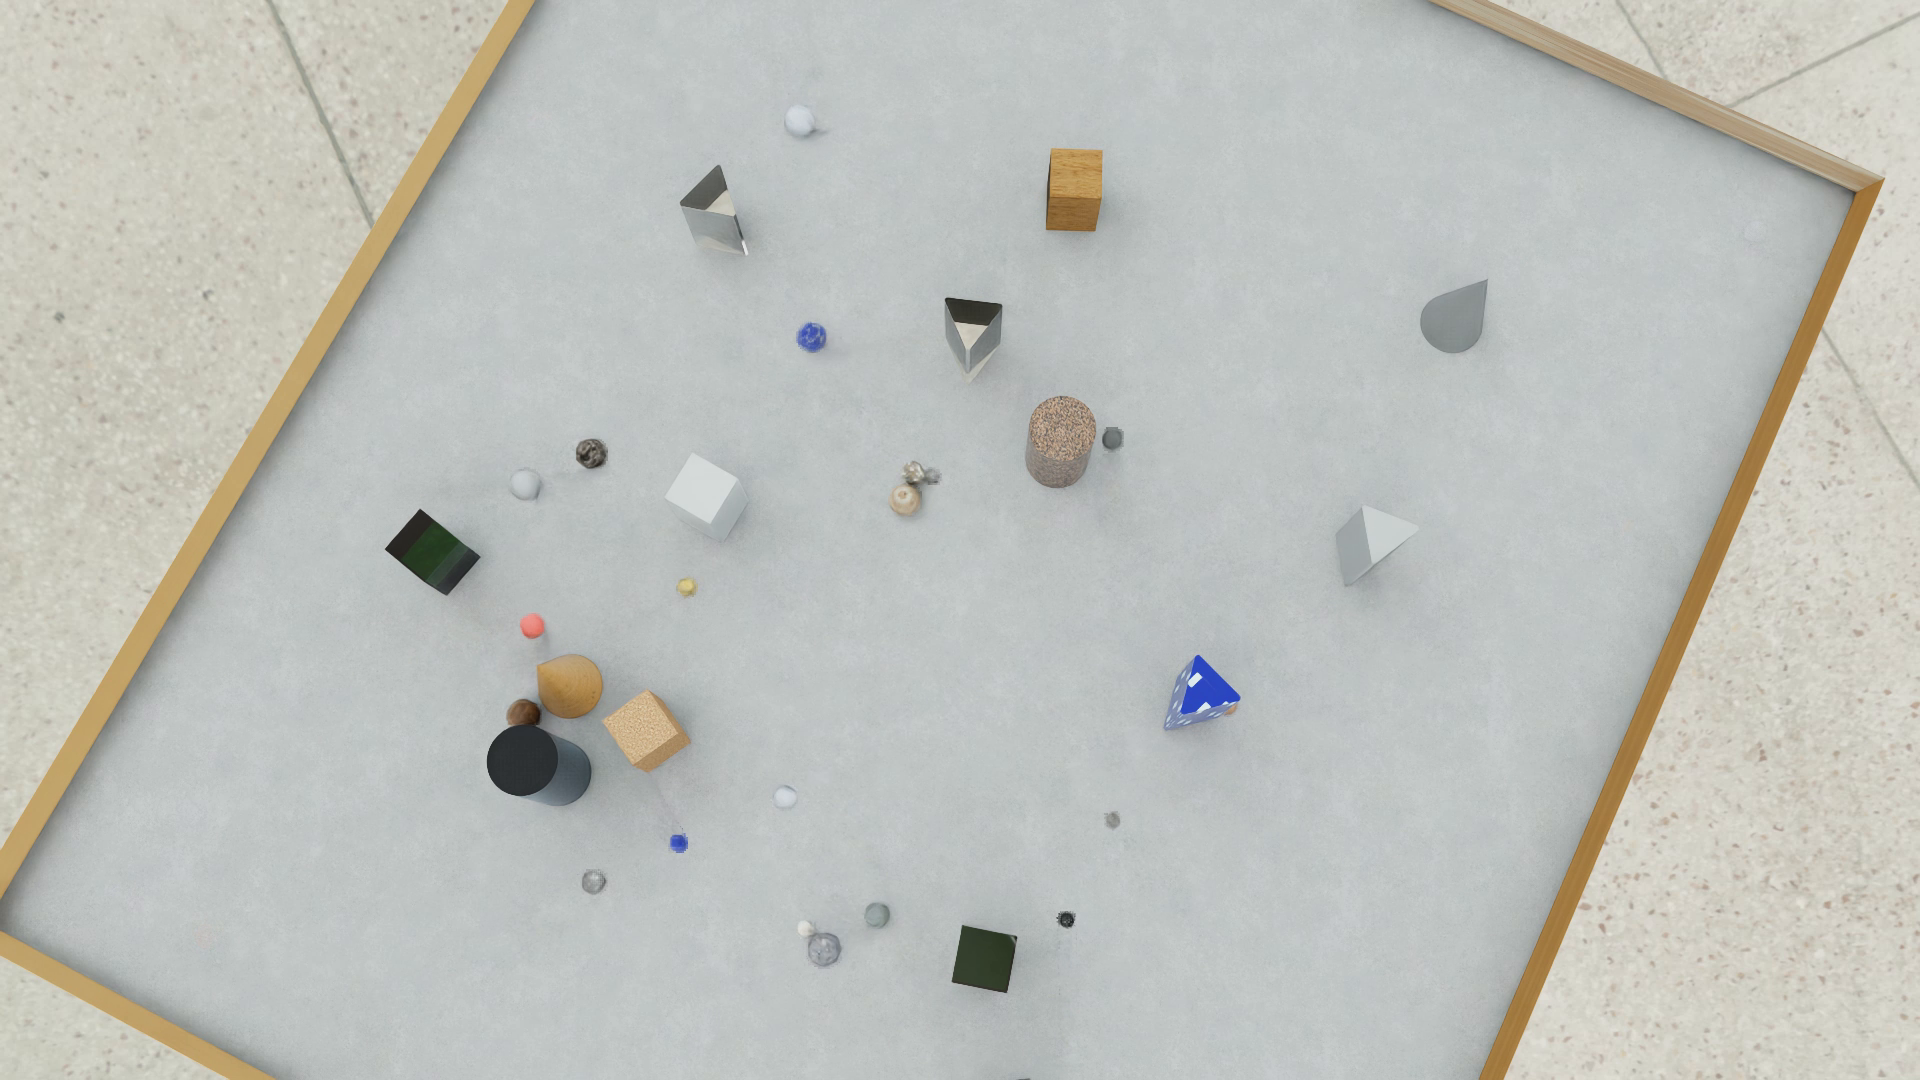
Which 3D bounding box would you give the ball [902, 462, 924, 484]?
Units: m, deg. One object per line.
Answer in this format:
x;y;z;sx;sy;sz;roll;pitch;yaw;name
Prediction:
-0.145;-0.205;5.623;0.071;0.071;0.071;0;78;0;ball

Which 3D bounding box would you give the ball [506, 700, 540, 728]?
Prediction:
-1.301;0.523;5.459;0.097;0.097;0.097;0;78;0;ball

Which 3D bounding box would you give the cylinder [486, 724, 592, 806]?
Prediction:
-1.199;0.650;5.245;0.196;0.464;0.196;0;78;0;cylinder

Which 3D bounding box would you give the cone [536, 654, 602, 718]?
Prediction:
-1.175;0.395;5.303;0.196;0.454;0.196;0;78;0;cone

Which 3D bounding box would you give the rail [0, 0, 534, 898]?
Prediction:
-1.831;-0.890;5.735;0.045;0.127;4.640;26;80;5;rail

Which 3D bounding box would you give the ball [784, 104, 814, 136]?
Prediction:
-0.512;-1.337;5.843;0.098;0.098;0.098;0;78;0;ball

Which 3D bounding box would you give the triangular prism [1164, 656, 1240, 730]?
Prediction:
0.678;0.434;5.302;0.170;0.440;0.147;-13;79;-3;triangular prism

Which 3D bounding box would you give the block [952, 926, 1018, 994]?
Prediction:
0.068;1.191;5.219;0.157;0.296;0.157;11;79;2;block

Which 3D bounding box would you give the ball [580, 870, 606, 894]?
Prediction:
-1.075;1.004;5.373;0.071;0.071;0.071;0;78;0;ball

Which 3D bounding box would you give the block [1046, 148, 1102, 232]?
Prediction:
0.354;-1.087;5.702;0.157;0.274;0.157;2;78;0;block

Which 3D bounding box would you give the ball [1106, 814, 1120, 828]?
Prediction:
0.451;0.830;5.422;0.044;0.044;0.044;0;78;0;ball

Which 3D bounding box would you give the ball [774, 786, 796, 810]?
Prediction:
-0.518;0.762;5.423;0.070;0.070;0.070;0;78;0;ball

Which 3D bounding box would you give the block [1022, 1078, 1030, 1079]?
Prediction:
0.133;1.603;5.101;0.157;0.359;0.157;-6;78;-1;block

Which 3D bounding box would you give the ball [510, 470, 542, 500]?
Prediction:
-1.329;-0.168;5.602;0.096;0.096;0.096;0;78;0;ball

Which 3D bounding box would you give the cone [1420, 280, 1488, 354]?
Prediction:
1.544;-0.722;5.556;0.196;0.411;0.196;0;78;0;cone

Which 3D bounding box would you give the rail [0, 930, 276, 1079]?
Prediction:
-1.027;2.018;5.133;4.143;0.127;0.045;26;80;5;rail

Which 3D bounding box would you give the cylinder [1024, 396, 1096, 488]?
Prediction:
0.299;-0.290;5.501;0.196;0.345;0.196;0;78;0;cylinder

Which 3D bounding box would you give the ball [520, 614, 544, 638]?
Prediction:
-1.290;0.261;5.526;0.072;0.072;0.072;0;78;0;ball

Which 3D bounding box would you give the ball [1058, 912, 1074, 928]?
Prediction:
0.313;1.112;5.363;0.046;0.046;0.046;0;78;0;ball

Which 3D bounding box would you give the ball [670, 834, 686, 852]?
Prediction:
-0.833;0.892;5.406;0.050;0.050;0.050;0;78;0;ball

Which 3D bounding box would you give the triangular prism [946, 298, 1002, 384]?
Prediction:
0.015;-0.632;5.563;0.147;0.360;0.170;36;81;7;triangular prism

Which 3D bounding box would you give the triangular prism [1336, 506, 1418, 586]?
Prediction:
1.199;-0.003;5.423;0.170;0.381;0.147;-37;81;-7;triangular prism

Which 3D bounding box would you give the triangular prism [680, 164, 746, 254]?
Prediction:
-0.741;-1.025;5.659;0.170;0.333;0.147;12;79;2;triangular prism

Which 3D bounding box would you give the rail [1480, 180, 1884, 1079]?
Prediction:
1.831;0.903;5.363;0.045;0.127;4.640;26;80;5;rail

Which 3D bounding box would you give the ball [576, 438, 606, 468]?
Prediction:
-1.133;-0.266;5.624;0.093;0.093;0.093;0;78;0;ball

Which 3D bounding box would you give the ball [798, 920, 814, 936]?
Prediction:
-0.451;1.135;5.357;0.049;0.049;0.049;0;78;0;ball

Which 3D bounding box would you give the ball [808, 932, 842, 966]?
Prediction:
-0.392;1.182;5.296;0.097;0.097;0.097;0;78;0;ball

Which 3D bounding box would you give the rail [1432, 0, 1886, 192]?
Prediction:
1.027;-2.004;5.965;4.143;0.127;0.045;26;80;5;rail

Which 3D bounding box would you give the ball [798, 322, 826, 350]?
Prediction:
-0.459;-0.633;5.702;0.089;0.089;0.089;0;78;0;ball

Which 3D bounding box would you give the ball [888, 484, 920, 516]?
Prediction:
-0.169;-0.123;5.592;0.098;0.098;0.098;0;78;0;ball

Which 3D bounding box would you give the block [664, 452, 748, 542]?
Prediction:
-0.757;-0.123;5.496;0.157;0.286;0.157;29;80;6;block

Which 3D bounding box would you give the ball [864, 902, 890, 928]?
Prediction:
-0.242;1.094;5.353;0.073;0.073;0.073;0;78;0;ball

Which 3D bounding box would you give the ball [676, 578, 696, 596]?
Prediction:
-0.831;0.143;5.558;0.056;0.056;0.056;0;78;0;ball

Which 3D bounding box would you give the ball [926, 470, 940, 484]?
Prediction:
-0.085;-0.195;5.634;0.044;0.044;0.044;0;78;0;ball

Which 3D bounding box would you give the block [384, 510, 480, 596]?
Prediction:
-1.576;0.039;5.485;0.157;0.241;0.157;38;81;7;block

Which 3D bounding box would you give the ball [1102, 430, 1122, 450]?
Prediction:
0.470;-0.310;5.648;0.064;0.064;0.064;0;78;0;ball

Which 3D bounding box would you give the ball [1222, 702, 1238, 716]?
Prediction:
0.799;0.492;5.481;0.065;0.065;0.065;0;78;0;ball

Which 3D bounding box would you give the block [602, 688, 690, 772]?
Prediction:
-0.914;0.561;5.363;0.157;0.270;0.157;-35;80;-7;block
